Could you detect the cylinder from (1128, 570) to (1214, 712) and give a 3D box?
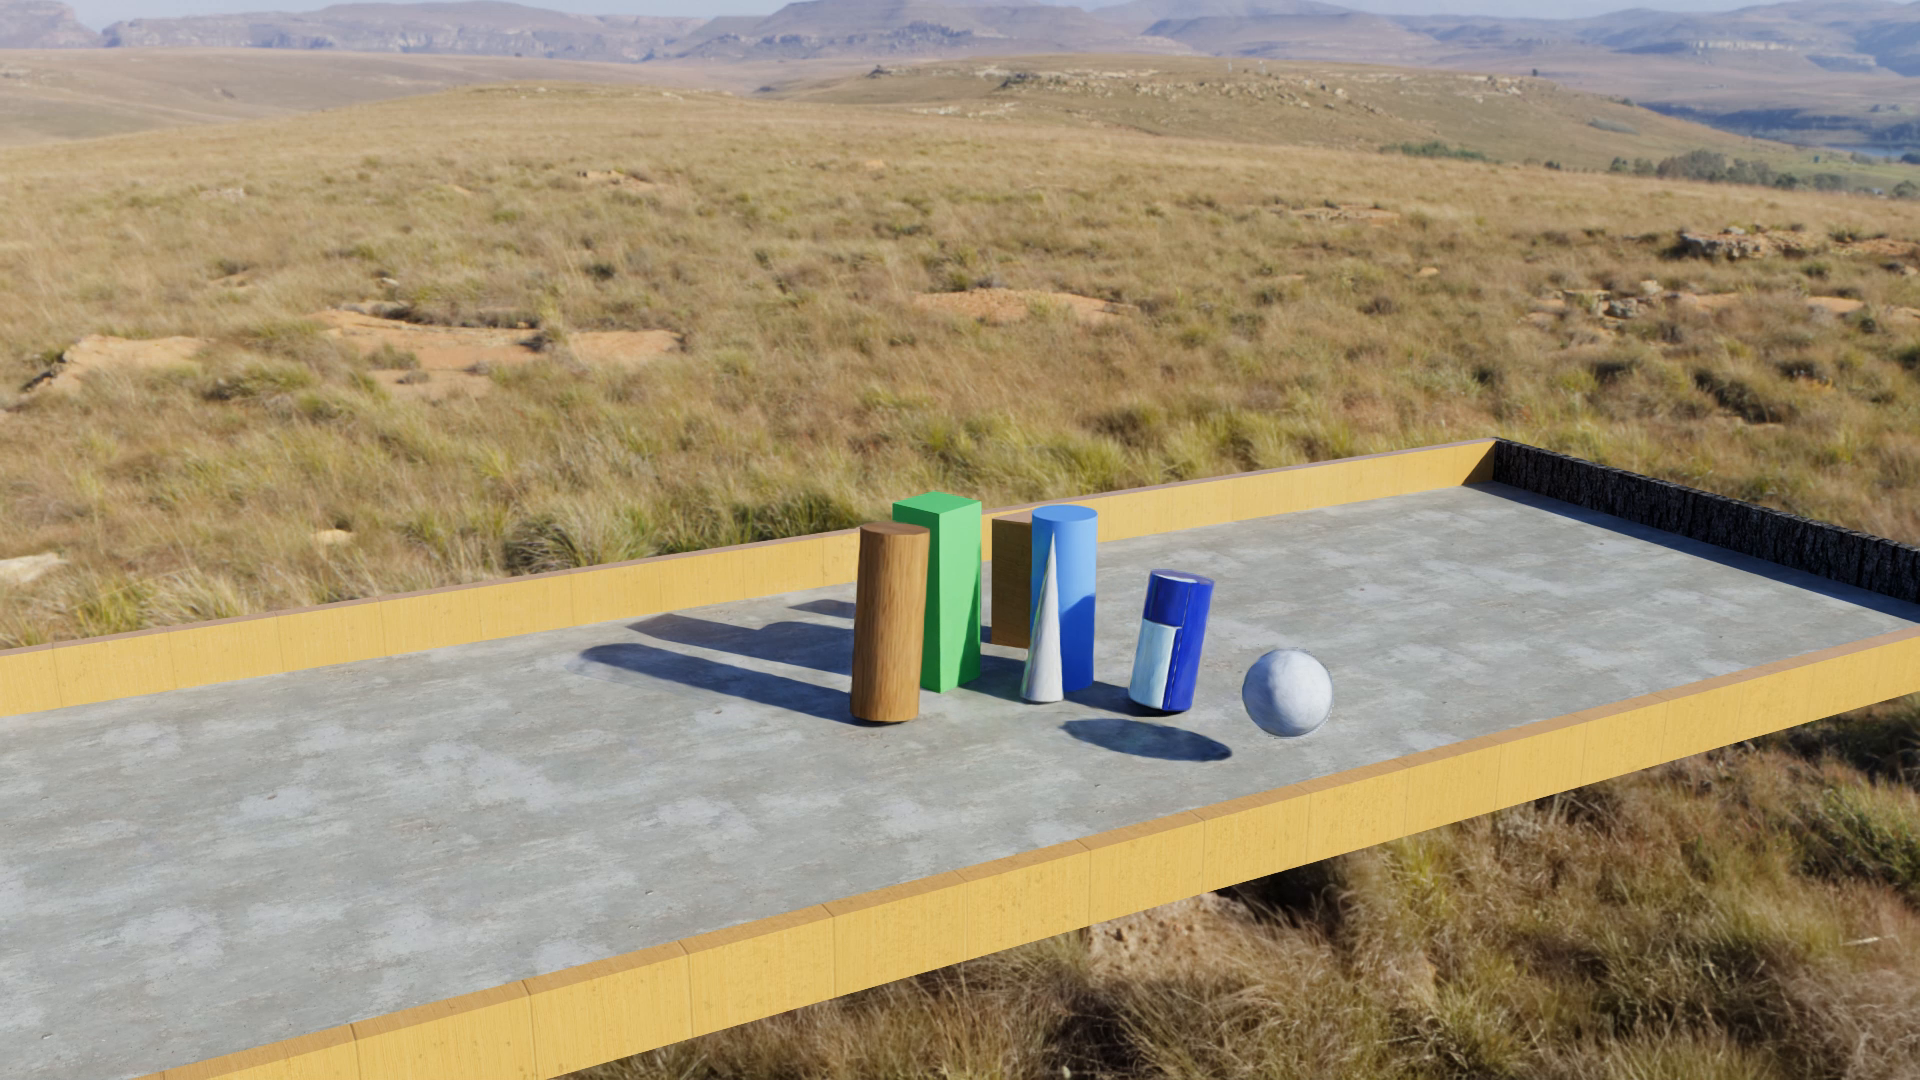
[{"bbox_3d":[0.504,0.239,3.947,0.155,0.309,0.155,9,8,-1],"label":"cylinder"}]

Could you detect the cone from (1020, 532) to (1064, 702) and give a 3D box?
[{"bbox_3d":[0.212,0.177,3.999,0.108,0.415,0.108,4,9,-1],"label":"cone"}]

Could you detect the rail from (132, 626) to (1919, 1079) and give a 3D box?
[{"bbox_3d":[-2.336,1.006,1.665,12.000,0.150,0.050,-9,18,-27],"label":"rail"}]

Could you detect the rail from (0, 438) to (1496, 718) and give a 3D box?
[{"bbox_3d":[-3.305,0.497,3.399,12.000,0.150,0.050,-9,18,-27],"label":"rail"}]

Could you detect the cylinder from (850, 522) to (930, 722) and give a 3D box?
[{"bbox_3d":[-0.166,0.191,3.885,0.164,0.444,0.164,4,10,-1],"label":"cylinder"}]

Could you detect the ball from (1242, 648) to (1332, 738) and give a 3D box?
[{"bbox_3d":[0.715,0.335,3.604,0.194,0.194,0.194,0,16,0],"label":"ball"}]

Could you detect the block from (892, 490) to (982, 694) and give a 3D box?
[{"bbox_3d":[-0.057,0.128,4.106,0.154,0.460,0.154,14,21,39],"label":"block"}]

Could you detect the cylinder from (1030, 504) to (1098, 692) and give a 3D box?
[{"bbox_3d":[0.256,0.142,4.096,0.161,0.435,0.161,0,16,0],"label":"cylinder"}]

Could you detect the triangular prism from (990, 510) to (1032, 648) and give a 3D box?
[{"bbox_3d":[0.168,0.102,4.389,0.136,0.348,0.117,7,18,23],"label":"triangular prism"}]

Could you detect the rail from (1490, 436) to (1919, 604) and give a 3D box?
[{"bbox_3d":[2.466,-0.048,5.253,0.050,0.150,2.100,-9,18,-27],"label":"rail"}]
